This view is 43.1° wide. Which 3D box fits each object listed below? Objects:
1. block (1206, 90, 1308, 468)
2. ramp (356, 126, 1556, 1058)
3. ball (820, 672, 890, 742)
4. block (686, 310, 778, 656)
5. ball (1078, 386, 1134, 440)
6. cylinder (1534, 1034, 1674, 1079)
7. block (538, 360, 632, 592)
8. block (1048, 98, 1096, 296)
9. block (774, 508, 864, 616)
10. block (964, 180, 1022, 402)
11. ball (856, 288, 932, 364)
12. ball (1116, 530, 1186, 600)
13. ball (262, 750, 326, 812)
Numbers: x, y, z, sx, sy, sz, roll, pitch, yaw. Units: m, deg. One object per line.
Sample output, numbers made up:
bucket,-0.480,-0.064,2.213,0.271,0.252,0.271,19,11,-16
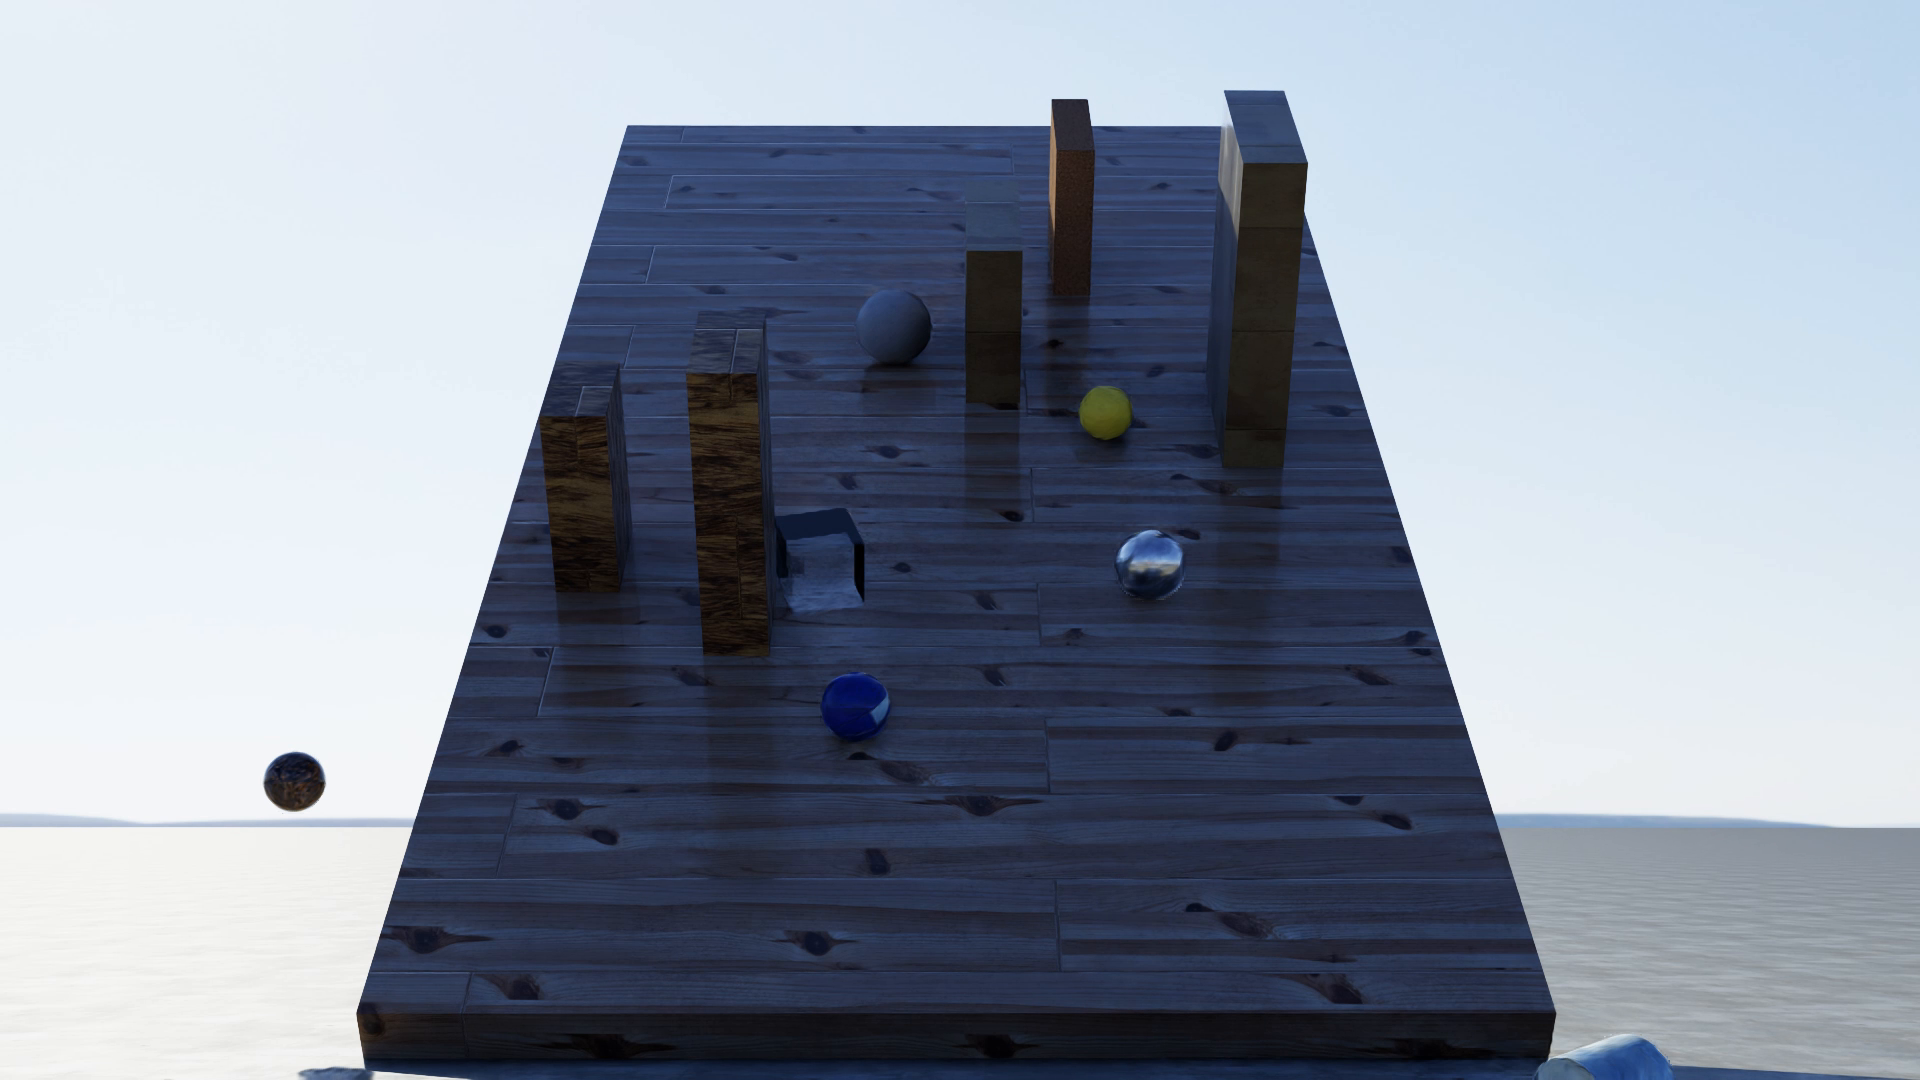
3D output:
block,0.680,-0.606,5.639,0.141,0.754,0.440,0,31,0
ramp,-0.014,-0.200,5.789,2.000,0.100,4.000,0,31,0
ball,-0.201,0.322,4.694,0.134,0.134,0.134,0,-7,0
block,-0.456,-0.111,4.915,0.134,0.646,0.274,0,31,0
ball,0.345,-0.301,5.738,0.128,0.128,0.128,0,-7,0
cylinder,0.730,0.629,2.757,0.114,0.114,0.114,-8,-1,-35
block,-0.792,-0.135,5.169,0.135,0.422,0.249,0,31,0
block,0.295,-0.917,6.489,0.099,0.409,0.365,0,31,0
block,-0.296,0.045,5.133,0.154,0.154,0.154,-8,32,-14
block,0.080,-0.615,5.991,0.132,0.403,0.423,0,31,0
ball,-0.164,-0.532,6.059,0.188,0.188,0.188,0,-7,0
ball,0.401,0.052,5.132,0.148,0.148,0.148,0,-7,0
ball,-1.293,0.469,4.724,0.119,0.119,0.119,0,-7,0
